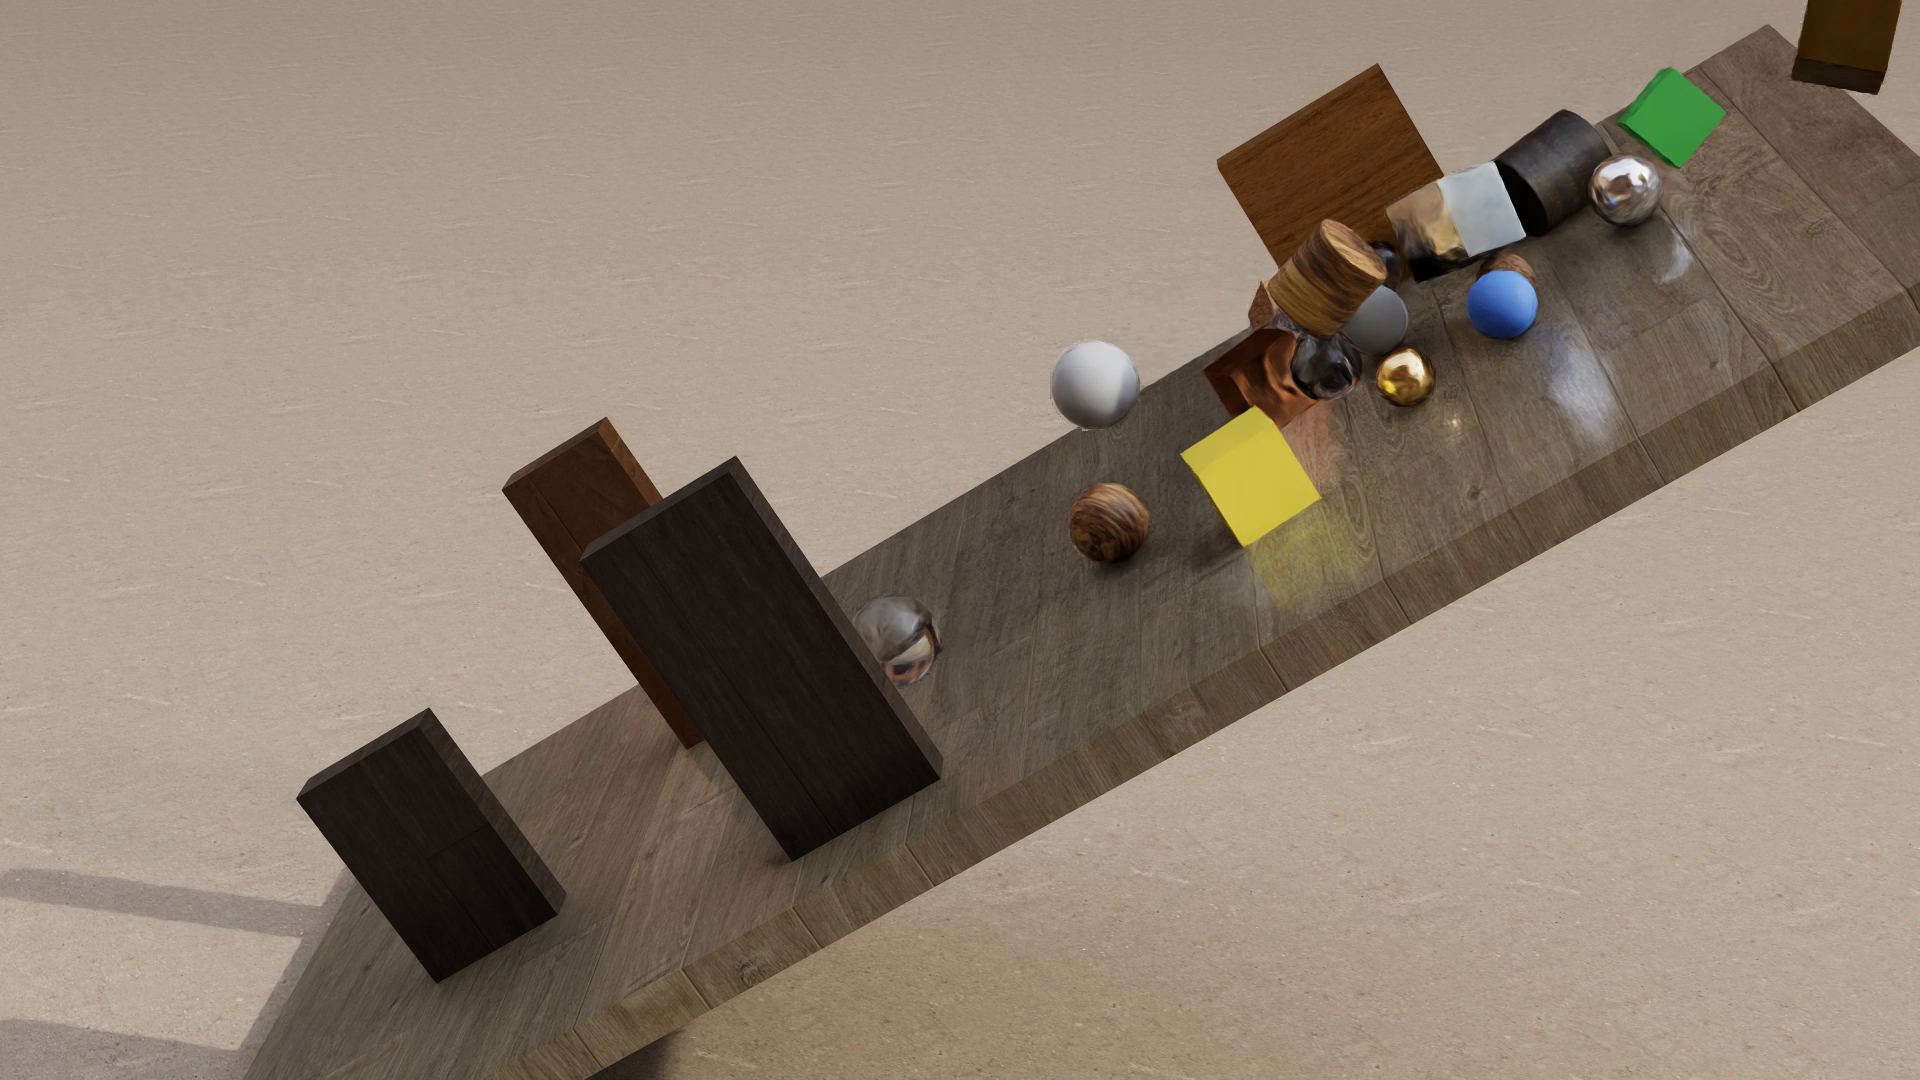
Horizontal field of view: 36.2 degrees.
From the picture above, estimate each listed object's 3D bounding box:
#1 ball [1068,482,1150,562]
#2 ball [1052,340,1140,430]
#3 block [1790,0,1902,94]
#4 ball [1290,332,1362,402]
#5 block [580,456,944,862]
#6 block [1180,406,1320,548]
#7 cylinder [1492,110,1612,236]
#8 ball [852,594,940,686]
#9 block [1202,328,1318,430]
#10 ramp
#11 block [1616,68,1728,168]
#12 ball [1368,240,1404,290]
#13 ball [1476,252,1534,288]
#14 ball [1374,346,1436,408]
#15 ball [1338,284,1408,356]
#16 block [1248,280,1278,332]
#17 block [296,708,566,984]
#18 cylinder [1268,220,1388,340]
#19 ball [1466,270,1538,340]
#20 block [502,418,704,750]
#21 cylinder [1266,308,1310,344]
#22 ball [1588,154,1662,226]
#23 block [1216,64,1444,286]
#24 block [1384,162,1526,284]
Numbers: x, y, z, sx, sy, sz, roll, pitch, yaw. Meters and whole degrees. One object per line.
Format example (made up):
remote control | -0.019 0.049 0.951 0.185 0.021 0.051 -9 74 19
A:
ball | 0.307 -0.036 6.068 0.166 0.166 0.166 0 20 0
ball | 0.291 -0.333 6.315 0.190 0.190 0.190 0 20 0
block | 1.706 -0.972 5.659 0.167 0.167 0.167 13 -3 13
ball | 0.768 -0.365 6.168 0.149 0.149 0.149 0 20 0
block | -0.370 0.230 5.570 0.339 0.720 0.096 -30 15 13
block | 0.569 -0.126 5.778 0.179 0.179 0.179 -33 15 3
cylinder | 1.276 -0.792 6.354 0.196 0.196 0.196 -37 30 -10
ball | -0.137 0.211 6.172 0.194 0.194 0.194 0 20 0
block | 0.654 -0.339 6.300 0.162 0.162 0.162 -36 15 -10
ramp | 0.140 0.170 6.292 4.000 0.100 2.000 -30 15 13
block | 1.320 -0.784 5.463 0.131 0.131 0.131 39 10 -2
ball | 0.931 -0.609 6.589 0.122 0.122 0.122 0 20 0
ball | 1.114 -0.527 6.011 0.120 0.120 0.120 0 20 0
ball | 0.886 -0.324 5.849 0.120 0.120 0.120 0 20 0
ball | 0.876 -0.468 6.259 0.154 0.154 0.154 0 20 0
block | 0.728 -0.502 6.588 0.114 0.114 0.114 -2 51 -18
block | -1.118 0.650 6.236 0.321 0.507 0.102 -30 15 13
cylinder | 0.757 -0.537 6.062 0.175 0.175 0.175 31 28 -19
ball | 1.080 -0.469 5.861 0.140 0.140 0.140 0 20 0
block | -0.708 0.102 6.652 0.263 0.735 0.109 -30 15 13
cylinder | 0.760 -0.464 6.426 0.153 0.153 0.153 21 68 44
ball | 1.363 -0.717 6.027 0.150 0.150 0.150 0 20 0
block | 0.876 -0.772 6.647 0.418 0.444 0.091 -30 15 13
block | 1.018 -0.652 6.042 0.171 0.171 0.171 -20 -4 -33
